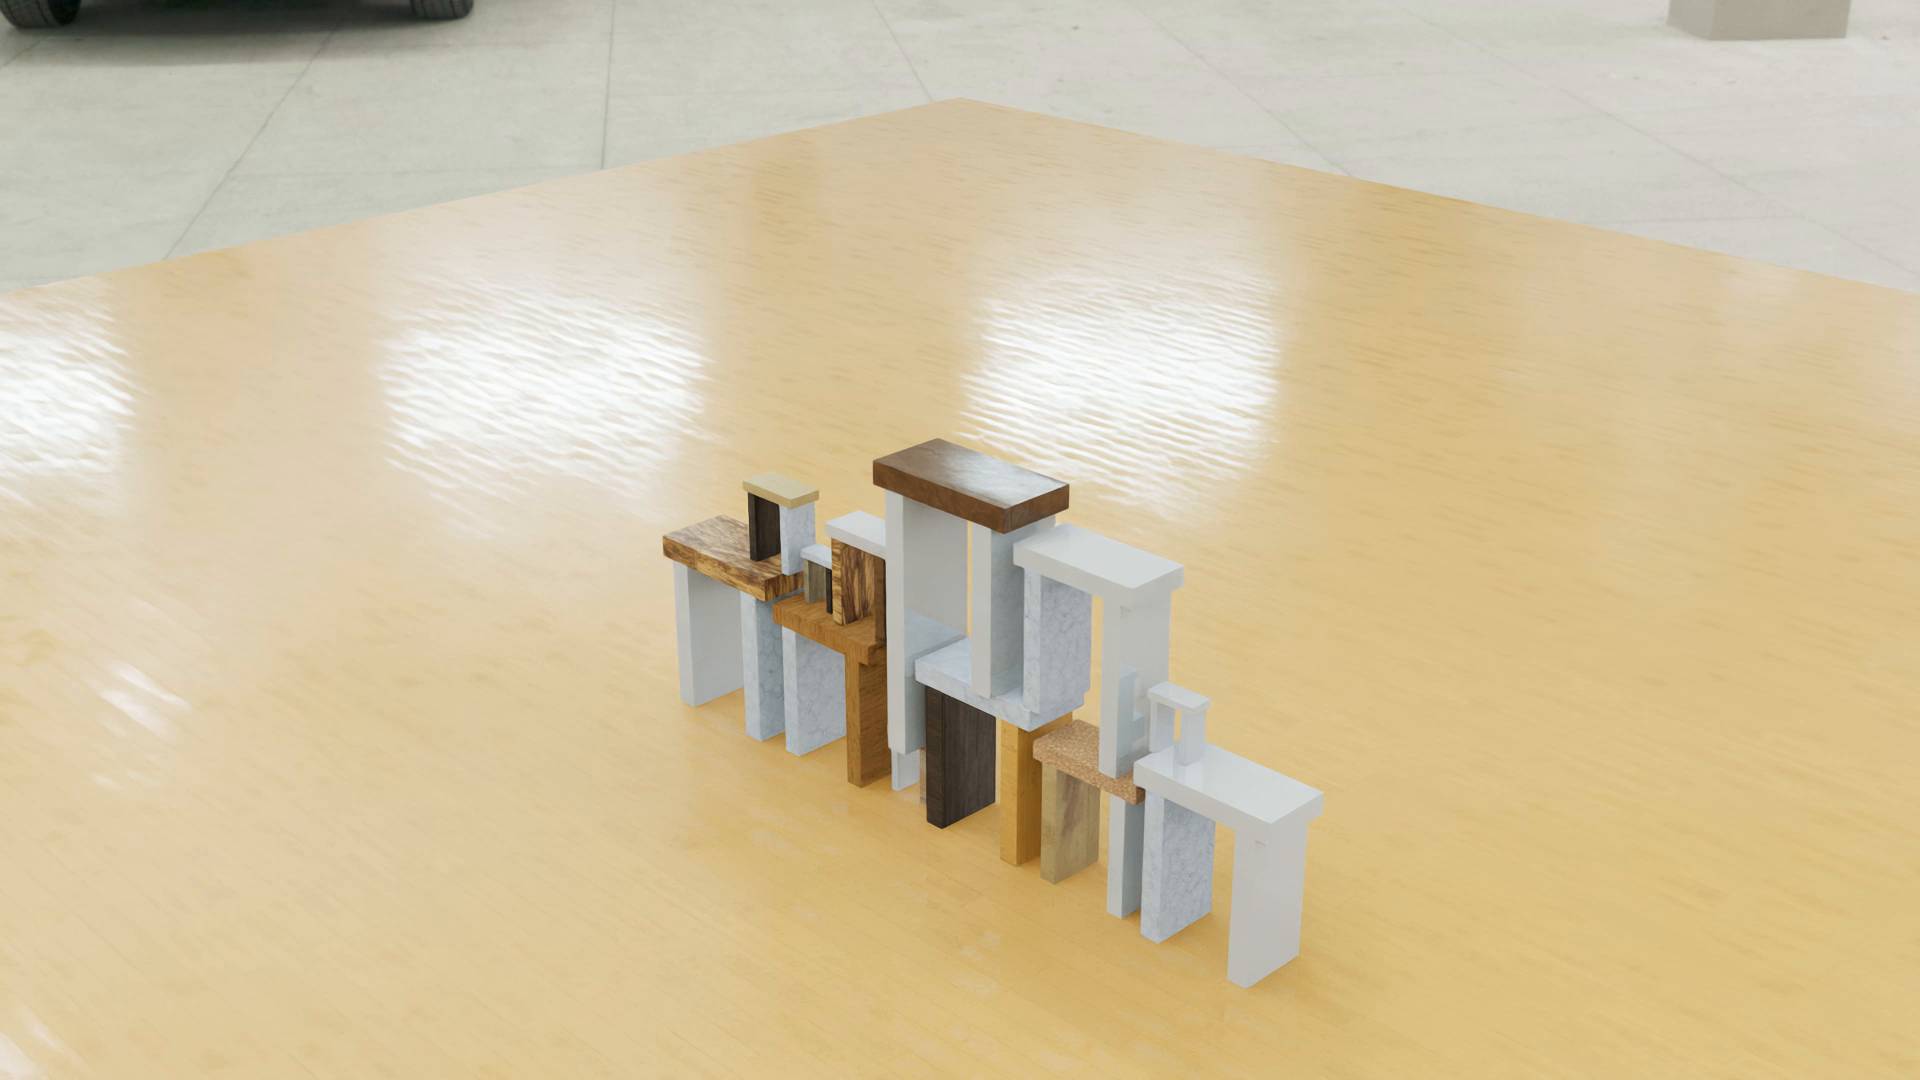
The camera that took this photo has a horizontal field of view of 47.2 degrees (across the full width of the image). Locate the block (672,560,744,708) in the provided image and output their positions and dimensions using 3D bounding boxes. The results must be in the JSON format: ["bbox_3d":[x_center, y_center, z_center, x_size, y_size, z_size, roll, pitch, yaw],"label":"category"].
[{"bbox_3d":[-0.547,0.184,4.889,0.048,0.342,0.171,21,31,41],"label":"block"}]

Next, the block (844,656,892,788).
[{"bbox_3d":[-0.167,0.353,4.553,0.041,0.293,0.146,21,31,41],"label":"block"}]

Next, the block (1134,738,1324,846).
[{"bbox_3d":[0.473,0.439,3.890,0.305,0.043,0.153,21,31,41],"label":"block"}]

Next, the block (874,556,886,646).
[{"bbox_3d":[-0.127,0.108,4.409,0.027,0.190,0.095,21,31,41],"label":"block"}]

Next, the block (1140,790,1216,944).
[{"bbox_3d":[0.401,0.571,4.025,0.043,0.305,0.153,21,31,41],"label":"block"}]

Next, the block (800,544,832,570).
[{"bbox_3d":[-0.277,0.034,4.545,0.051,0.015,0.103,-21,31,-41],"label":"block"}]

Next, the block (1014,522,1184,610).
[{"bbox_3d":[0.249,0.045,3.974,0.285,0.040,0.143,21,31,41],"label":"block"}]

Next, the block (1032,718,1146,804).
[{"bbox_3d":[0.272,0.411,4.097,0.254,0.036,0.127,21,31,40],"label":"block"}]

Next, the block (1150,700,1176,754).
[{"bbox_3d":[0.365,0.327,3.964,0.015,0.104,0.052,21,31,41],"label":"block"}]

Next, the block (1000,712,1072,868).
[{"bbox_3d":[0.148,0.466,4.268,0.044,0.308,0.154,21,31,41],"label":"block"}]

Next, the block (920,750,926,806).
[{"bbox_3d":[-0.053,0.473,4.486,0.063,0.125,0.018,-21,31,-41],"label":"block"}]

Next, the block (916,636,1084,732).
[{"bbox_3d":[0.075,0.276,4.266,0.308,0.044,0.154,21,31,41],"label":"block"}]

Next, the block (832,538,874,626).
[{"bbox_3d":[-0.217,0.073,4.492,0.027,0.190,0.095,21,31,41],"label":"block"}]

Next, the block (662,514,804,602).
[{"bbox_3d":[-0.466,0.036,4.739,0.342,0.048,0.171,21,31,41],"label":"block"}]

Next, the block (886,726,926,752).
[{"bbox_3d":[-0.083,0.396,4.485,0.063,0.018,0.125,-21,31,-40],"label":"block"}]

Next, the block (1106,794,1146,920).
[{"bbox_3d":[0.332,0.567,4.099,0.036,0.254,0.127,21,31,41],"label":"block"}]

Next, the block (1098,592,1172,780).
[{"bbox_3d":[0.317,0.249,3.987,0.040,0.347,0.143,21,30,40],"label":"block"}]

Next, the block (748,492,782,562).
[{"bbox_3d":[-0.410,-0.038,4.653,0.077,0.154,0.022,-21,31,-41],"label":"block"}]

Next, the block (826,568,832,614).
[{"bbox_3d":[-0.253,0.097,4.545,0.015,0.103,0.051,21,31,41],"label":"block"}]

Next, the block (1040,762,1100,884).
[{"bbox_3d":[0.212,0.520,4.209,0.036,0.254,0.127,21,31,41],"label":"block"}]

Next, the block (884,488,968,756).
[{"bbox_3d":[-0.065,0.142,4.347,0.175,0.558,0.049,-21,31,-41],"label":"block"}]

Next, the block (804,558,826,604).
[{"bbox_3d":[-0.301,0.078,4.590,0.015,0.103,0.051,21,31,41],"label":"block"}]

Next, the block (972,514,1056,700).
[{"bbox_3d":[0.101,0.110,4.155,0.049,0.349,0.175,21,31,41],"label":"block"}]

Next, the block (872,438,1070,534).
[{"bbox_3d":[0.018,-0.106,4.152,0.349,0.049,0.175,21,31,40],"label":"block"}]

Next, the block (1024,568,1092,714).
[{"bbox_3d":[0.183,0.168,4.099,0.040,0.285,0.143,21,31,41],"label":"block"}]

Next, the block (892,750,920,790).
[{"bbox_3d":[-0.112,0.450,4.540,0.018,0.125,0.063,21,31,41],"label":"block"}]

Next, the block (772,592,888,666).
[{"bbox_3d":[-0.236,0.173,4.552,0.292,0.041,0.146,21,31,41],"label":"block"}]

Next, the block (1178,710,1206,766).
[{"bbox_3d":[0.415,0.346,3.919,0.052,0.104,0.015,-21,31,-41],"label":"block"}]

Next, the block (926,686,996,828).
[{"bbox_3d":[0.003,0.410,4.401,0.044,0.308,0.154,21,31,41],"label":"block"}]

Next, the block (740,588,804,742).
[{"bbox_3d":[-0.386,0.247,4.741,0.048,0.342,0.171,21,31,41],"label":"block"}]

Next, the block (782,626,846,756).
[{"bbox_3d":[-0.305,0.300,4.680,0.041,0.293,0.146,21,31,41],"label":"block"}]

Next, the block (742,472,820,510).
[{"bbox_3d":[-0.374,-0.105,4.586,0.154,0.022,0.077,21,31,41],"label":"block"}]

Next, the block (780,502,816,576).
[{"bbox_3d":[-0.338,-0.009,4.586,0.022,0.154,0.077,21,31,41],"label":"block"}]

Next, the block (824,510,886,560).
[{"bbox_3d":[-0.172,-0.010,4.408,0.190,0.027,0.095,21,31,41],"label":"block"}]

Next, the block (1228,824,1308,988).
[{"bbox_3d":[0.545,0.627,3.892,0.043,0.305,0.153,21,31,41],"label":"block"}]

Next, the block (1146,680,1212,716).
[{"bbox_3d":[0.390,0.282,3.918,0.104,0.015,0.052,21,31,40],"label":"block"}]
